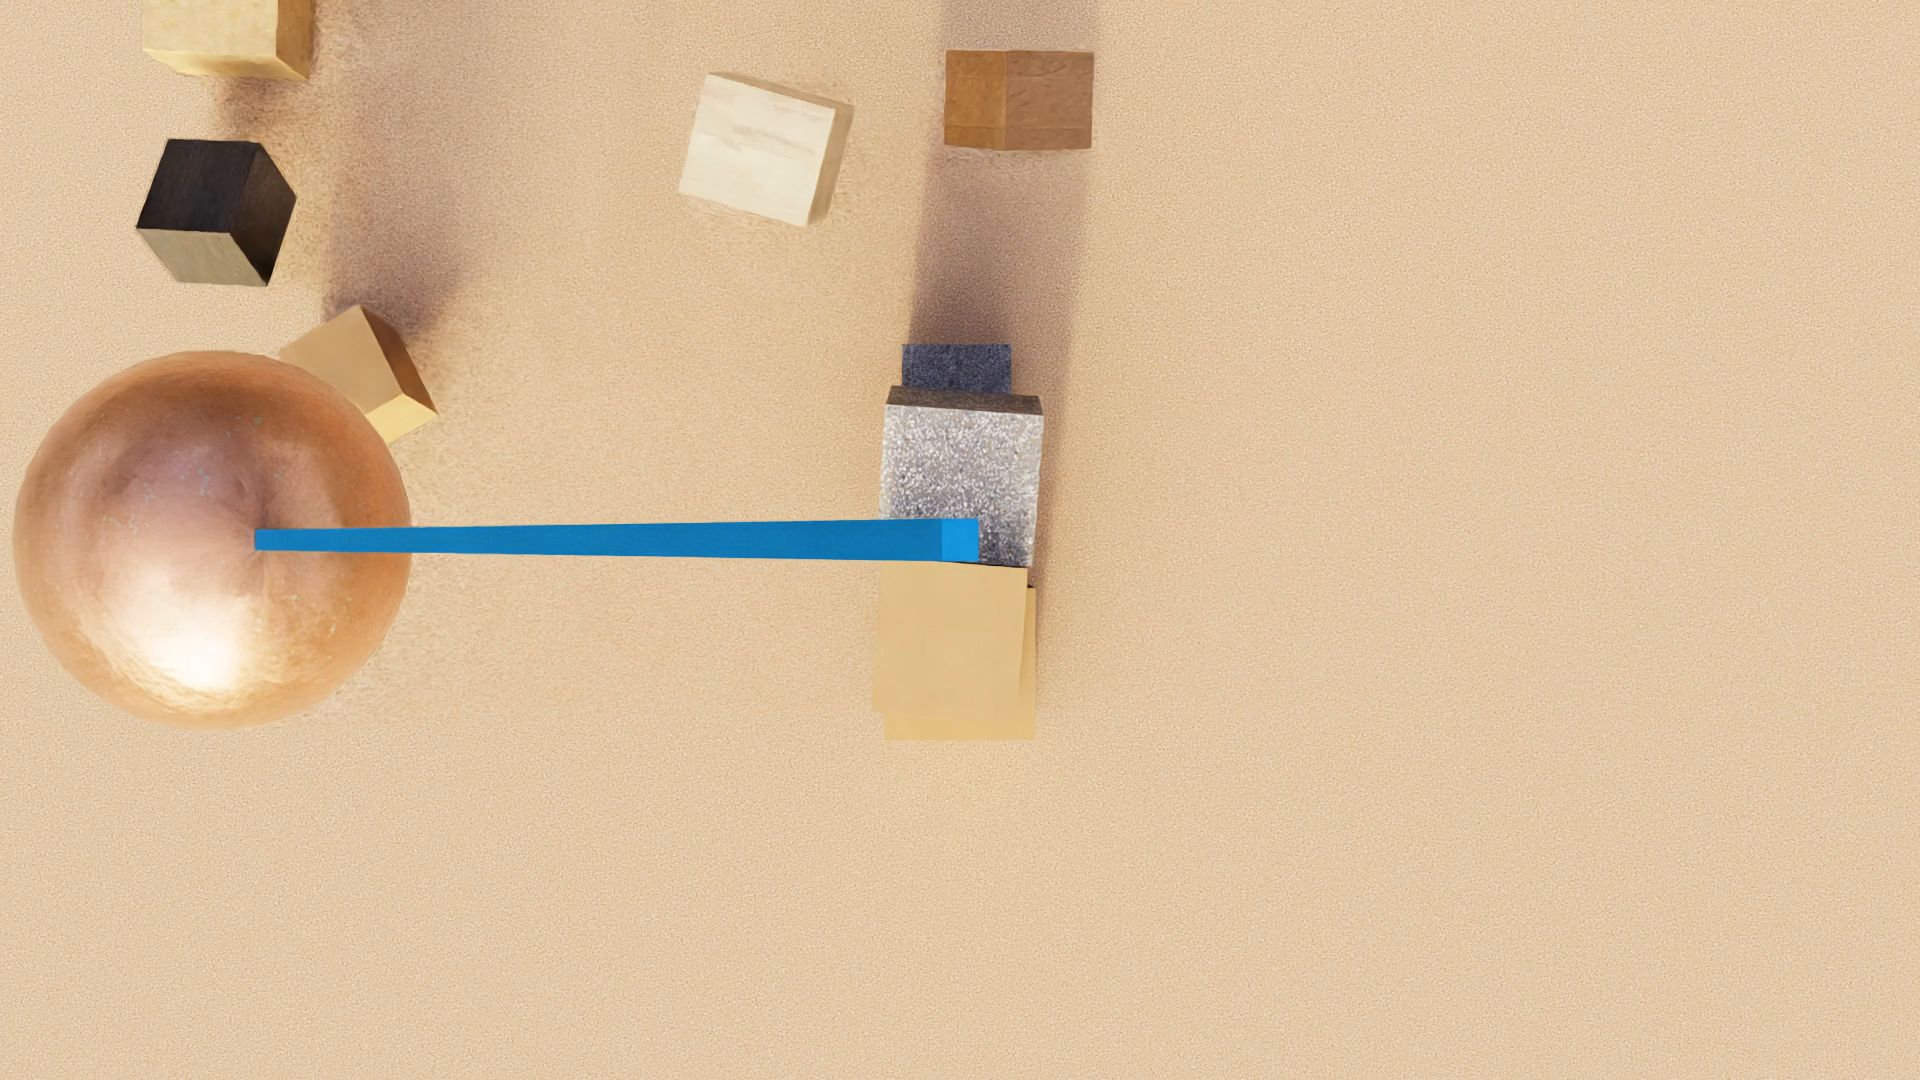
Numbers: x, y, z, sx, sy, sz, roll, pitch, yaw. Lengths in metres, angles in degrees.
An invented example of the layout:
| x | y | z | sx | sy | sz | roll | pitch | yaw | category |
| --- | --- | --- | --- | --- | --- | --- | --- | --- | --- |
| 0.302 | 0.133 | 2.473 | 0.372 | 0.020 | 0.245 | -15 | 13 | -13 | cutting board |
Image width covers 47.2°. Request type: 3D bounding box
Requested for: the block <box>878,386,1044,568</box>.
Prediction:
| x | y | z | sx | sy | sz | roll | pitch | yaw | category |
| --- | --- | --- | --- | --- | --- | --- | --- | --- | --- |
| -0.003 | -0.359 | 11.896 | 0.823 | 0.877 | 0.802 | 4 | 100 | -1 | block |

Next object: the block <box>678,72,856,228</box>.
| x | y | z | sx | sy | sz | roll | pitch | yaw | category |
| --- | --- | --- | --- | --- | --- | --- | --- | --- | --- |
| -1.041 | -2.133 | 11.966 | 0.710 | 0.698 | 0.638 | 16 | 104 | 3 | block |

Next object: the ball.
| x | y | z | sx | sy | sz | roll | pitch | yaw | category |
| --- | --- | --- | --- | --- | --- | --- | --- | --- | --- |
| -3.117 | 0.000 | 9.236 | 1.600 | 1.600 | 1.600 | 0 | 90 | 0 | ball |

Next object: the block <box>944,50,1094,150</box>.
| x | y | z | sx | sy | sz | roll | pitch | yaw | category |
| --- | --- | --- | --- | --- | --- | --- | --- | --- | --- |
| 0.301 | -2.290 | 11.423 | 0.525 | 0.603 | 0.492 | -7 | 105 | -30 | block |

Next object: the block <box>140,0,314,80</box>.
| x | y | z | sx | sy | sz | roll | pitch | yaw | category |
| --- | --- | --- | --- | --- | --- | --- | --- | --- | --- |
| -4.204 | -3.083 | 12.676 | 0.756 | 0.647 | 0.694 | 3 | 90 | 0 | block |

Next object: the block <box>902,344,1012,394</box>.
| x | y | z | sx | sy | sz | roll | pitch | yaw | category |
| --- | --- | --- | --- | --- | --- | --- | --- | --- | --- |
| -0.019 | -0.780 | 12.661 | 0.612 | 0.678 | 0.632 | 0 | 90 | 0 | block |

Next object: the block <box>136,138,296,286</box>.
| x | y | z | sx | sy | sz | roll | pitch | yaw | category |
| --- | --- | --- | --- | --- | --- | --- | --- | --- | --- |
| -4.219 | -1.862 | 12.510 | 0.560 | 0.533 | 0.618 | 4 | 64 | 10 | block |

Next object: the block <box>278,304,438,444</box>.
| x | y | z | sx | sy | sz | roll | pitch | yaw | category |
| --- | --- | --- | --- | --- | --- | --- | --- | --- | --- |
| -3.459 | -0.904 | 12.664 | 0.535 | 0.526 | 0.604 | -29 | 77 | 3 | block |

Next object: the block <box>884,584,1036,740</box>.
| x | y | z | sx | sy | sz | roll | pitch | yaw | category |
| --- | --- | --- | --- | --- | --- | --- | --- | --- | --- |
| -0.002 | 0.682 | 12.534 | 0.831 | 0.933 | 0.833 | 0 | 90 | 0 | block |

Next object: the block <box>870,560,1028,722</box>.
| x | y | z | sx | sy | sz | roll | pitch | yaw | category |
| --- | --- | --- | --- | --- | --- | --- | --- | --- | --- |
| -0.054 | 0.509 | 11.628 | 0.741 | 0.878 | 0.787 | 4 | 90 | 0 | block |

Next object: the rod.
| x | y | z | sx | sy | sz | roll | pitch | yaw | category |
| --- | --- | --- | --- | --- | --- | --- | --- | --- | --- |
| -1.351 | 0.000 | 6.331 | 0.080 | 5.200 | 0.080 | 0 | 90 | -31 | rod |
